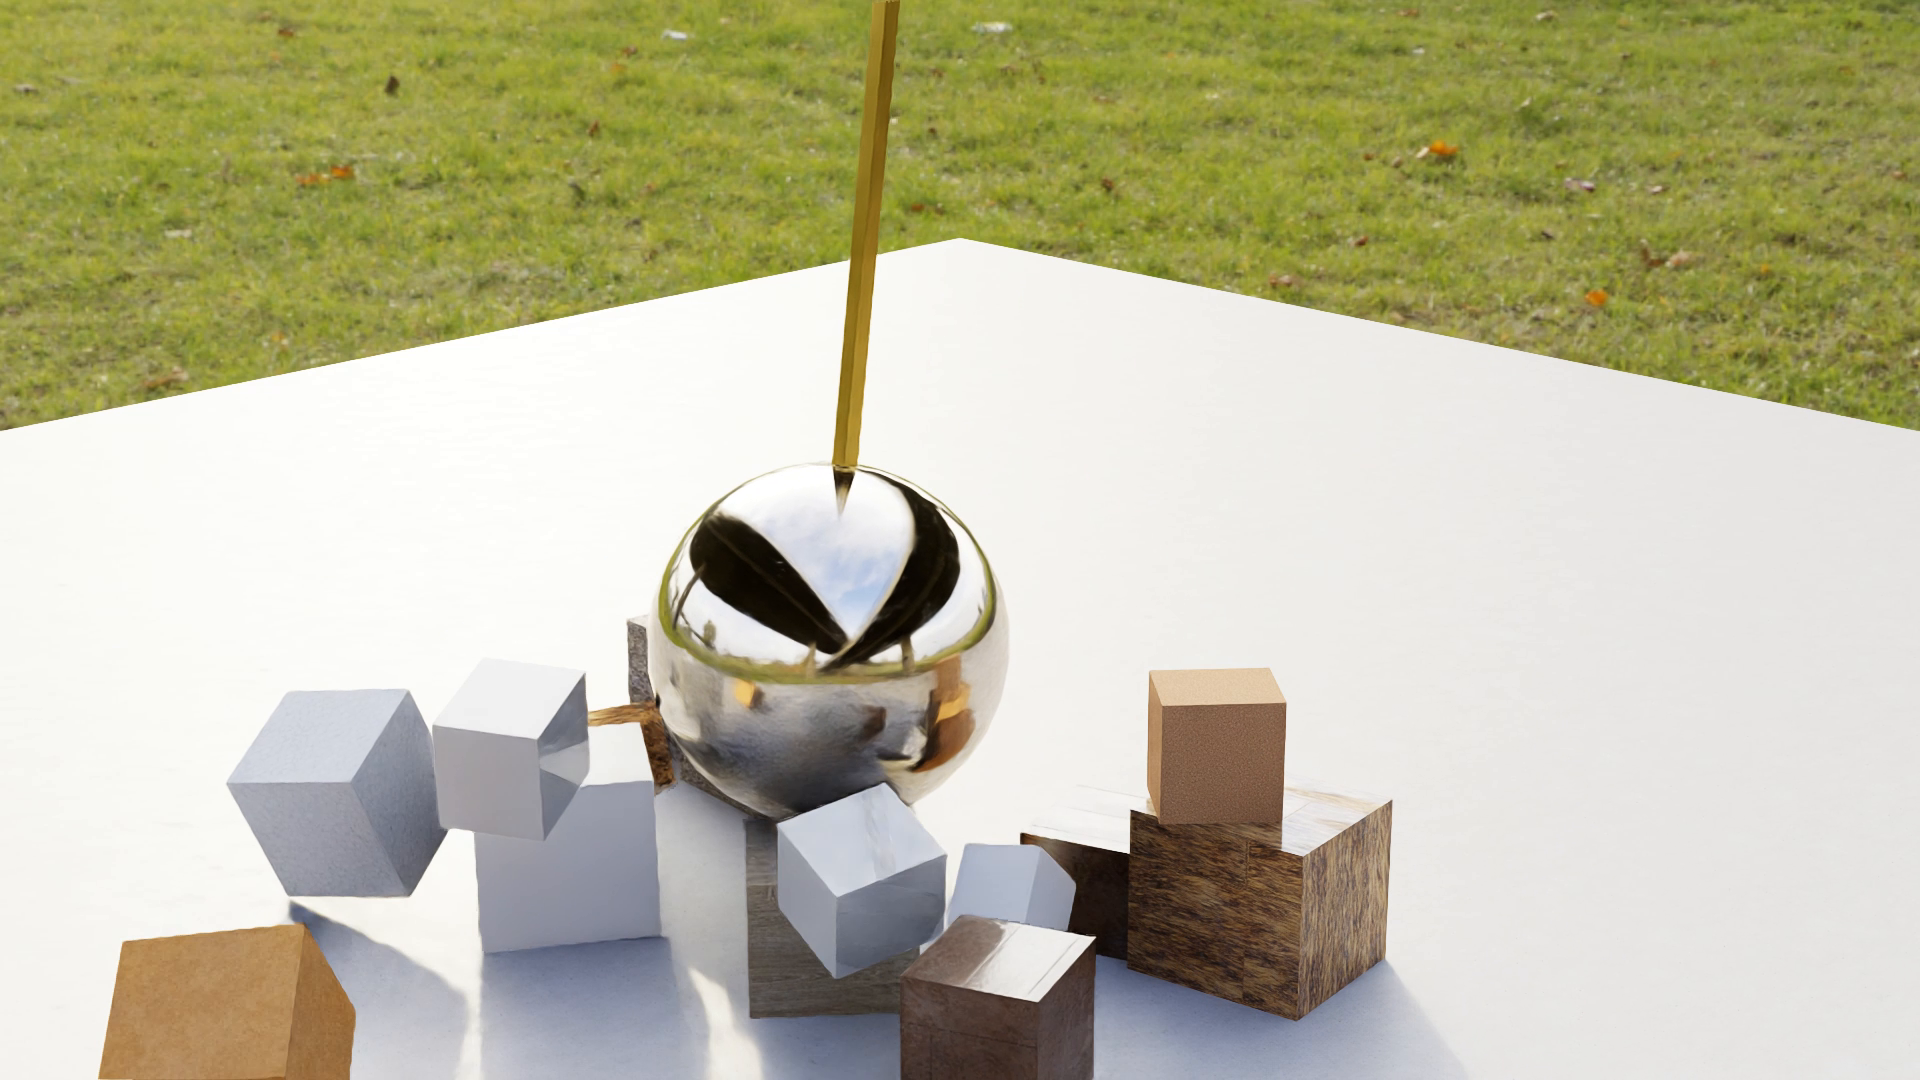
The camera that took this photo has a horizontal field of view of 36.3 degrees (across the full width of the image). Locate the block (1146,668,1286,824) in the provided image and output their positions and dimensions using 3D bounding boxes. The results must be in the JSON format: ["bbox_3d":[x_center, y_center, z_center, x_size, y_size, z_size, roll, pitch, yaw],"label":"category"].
[{"bbox_3d":[1.069,0.859,12.282,0.514,0.525,0.426,-1,17,-4],"label":"block"}]

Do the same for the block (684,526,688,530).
[{"bbox_3d":[-0.994,0.240,14.374,0.575,0.538,0.546,-6,18,-19],"label":"block"}]

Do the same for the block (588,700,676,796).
[{"bbox_3d":[-1.636,1.017,13.621,0.445,0.401,0.443,-9,-12,-25],"label":"block"}]

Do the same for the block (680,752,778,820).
[{"bbox_3d":[-0.827,0.869,14.423,0.823,0.693,0.761,-14,22,-37],"label":"block"}]

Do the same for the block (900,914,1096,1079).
[{"bbox_3d":[0.150,1.886,11.332,0.563,0.607,0.604,7,19,22],"label":"block"}]

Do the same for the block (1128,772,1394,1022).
[{"bbox_3d":[1.273,1.463,12.463,0.834,0.736,0.753,13,21,35],"label":"block"}]

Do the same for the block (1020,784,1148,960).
[{"bbox_3d":[0.642,1.456,12.878,0.558,0.501,0.607,9,19,25],"label":"block"}]

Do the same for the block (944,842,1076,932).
[{"bbox_3d":[0.213,1.546,12.276,0.354,0.415,0.398,-1,-29,27],"label":"block"}]

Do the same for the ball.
[{"bbox_3d":[-0.577,0.453,12.880,1.600,1.600,1.600,0,17,0],"label":"ball"}]

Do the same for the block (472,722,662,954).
[{"bbox_3d":[-1.754,1.304,12.946,0.777,0.733,0.696,-4,18,-10],"label":"block"}]

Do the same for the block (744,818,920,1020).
[{"bbox_3d":[-0.542,1.577,12.329,0.706,0.599,0.684,-1,17,-4],"label":"block"}]

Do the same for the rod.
[{"bbox_3d":[-0.250,-2.859,12.181,0.080,5.200,0.080,17,16,42],"label":"rod"}]

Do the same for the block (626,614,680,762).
[{"bbox_3d":[-1.283,0.727,14.946,0.565,0.651,0.610,-14,22,-38],"label":"block"}]

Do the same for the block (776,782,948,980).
[{"bbox_3d":[-0.392,1.346,11.611,0.495,0.446,0.475,-19,42,-26],"label":"block"}]

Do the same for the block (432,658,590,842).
[{"bbox_3d":[-1.877,0.874,12.319,0.459,0.497,0.575,7,28,11],"label":"block"}]

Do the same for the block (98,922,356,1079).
[{"bbox_3d":[-2.675,1.877,10.757,0.689,0.647,0.631,-6,50,5],"label":"block"}]

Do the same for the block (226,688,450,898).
[{"bbox_3d":[-2.741,1.135,13.126,0.647,0.698,0.611,-2,37,22],"label":"block"}]
